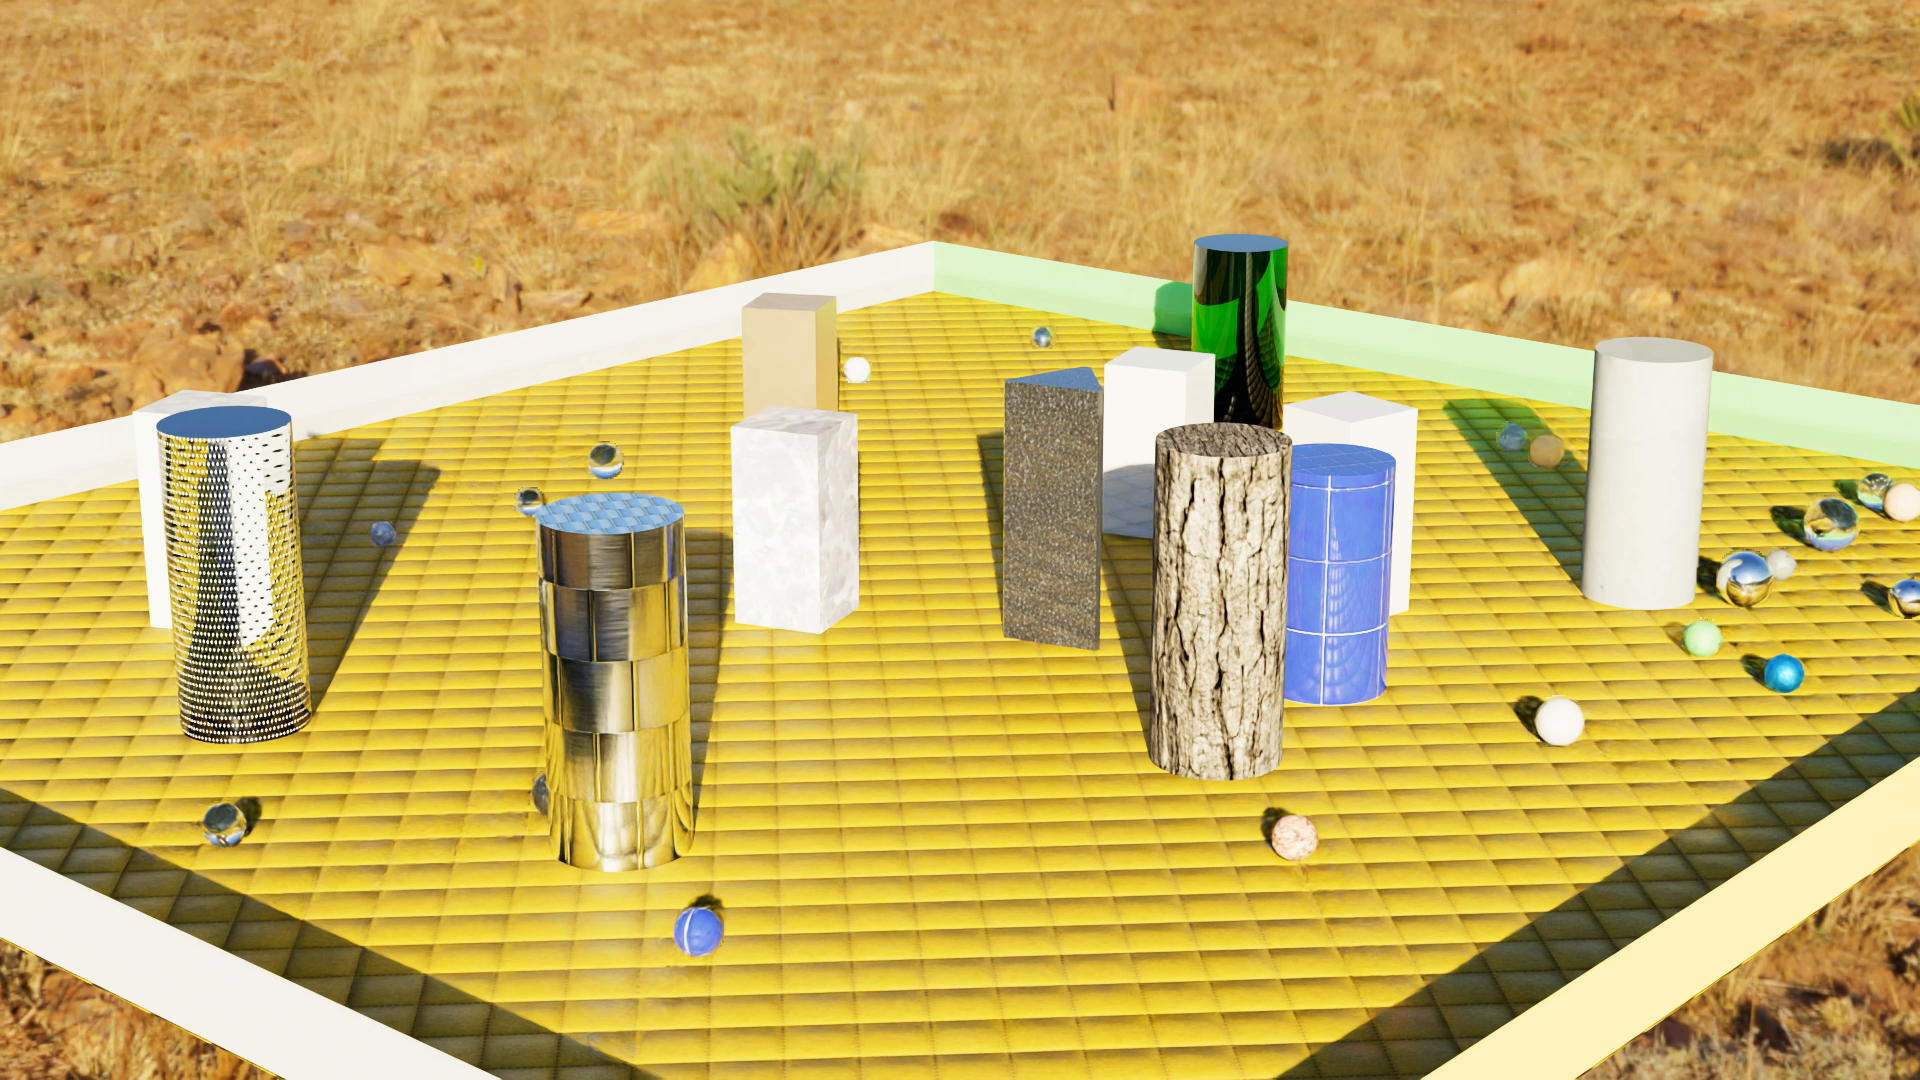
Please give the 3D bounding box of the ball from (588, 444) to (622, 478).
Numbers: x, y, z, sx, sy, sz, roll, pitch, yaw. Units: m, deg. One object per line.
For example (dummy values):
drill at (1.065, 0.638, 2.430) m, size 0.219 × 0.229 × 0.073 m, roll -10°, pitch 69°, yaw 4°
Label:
ball at (-0.709, -0.157, 5.854) m, size 0.070 × 0.070 × 0.070 m, roll 0°, pitch 17°, yaw 0°

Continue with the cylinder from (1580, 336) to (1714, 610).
cylinder at (1.189, -0.117, 5.087) m, size 0.199 × 0.436 × 0.199 m, roll 0°, pitch 17°, yaw 0°

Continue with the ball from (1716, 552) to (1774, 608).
ball at (1.355, 0.068, 5.062) m, size 0.097 × 0.097 × 0.097 m, roll 0°, pitch 17°, yaw 0°

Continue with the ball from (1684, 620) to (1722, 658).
ball at (1.219, 0.162, 4.811) m, size 0.061 × 0.061 × 0.061 m, roll 0°, pitch 17°, yaw 0°

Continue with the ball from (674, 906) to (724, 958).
ball at (-0.331, 0.495, 3.702) m, size 0.063 × 0.063 × 0.063 m, roll 0°, pitch 17°, yaw 0°

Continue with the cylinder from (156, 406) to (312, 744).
cylinder at (-1.101, 0.052, 4.456) m, size 0.199 × 0.477 × 0.199 m, roll 0°, pitch 17°, yaw 0°

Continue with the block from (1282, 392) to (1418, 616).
block at (0.661, -0.054, 5.012) m, size 0.159 × 0.358 × 0.159 m, roll -13°, pitch 21°, yaw -36°

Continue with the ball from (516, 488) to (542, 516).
ball at (-0.823, -0.072, 5.602) m, size 0.052 × 0.052 × 0.052 m, roll 0°, pitch 17°, yaw 0°

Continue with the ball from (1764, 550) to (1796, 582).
ball at (1.455, 0.045, 5.207) m, size 0.057 × 0.057 × 0.057 m, roll 0°, pitch 17°, yaw 0°

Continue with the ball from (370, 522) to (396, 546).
ball at (-1.065, -0.011, 5.411) m, size 0.046 × 0.046 × 0.046 m, roll 0°, pitch 17°, yaw 0°

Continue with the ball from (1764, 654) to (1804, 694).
ball at (1.305, 0.212, 4.645) m, size 0.062 × 0.062 × 0.062 m, roll 0°, pitch 17°, yaw 0°

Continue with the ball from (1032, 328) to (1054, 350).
ball at (0.195, -0.477, 6.947) m, size 0.052 × 0.052 × 0.052 m, roll 0°, pitch 17°, yaw 0°

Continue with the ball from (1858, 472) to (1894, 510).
ball at (1.765, -0.095, 5.644) m, size 0.072 × 0.072 × 0.072 m, roll 0°, pitch 17°, yaw 0°

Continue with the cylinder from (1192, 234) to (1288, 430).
cylinder at (0.591, -0.435, 6.215) m, size 0.199 × 0.395 × 0.199 m, roll 0°, pitch 17°, yaw 0°

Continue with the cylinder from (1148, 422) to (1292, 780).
cylinder at (0.382, 0.089, 4.311) m, size 0.199 × 0.489 × 0.199 m, roll 0°, pitch 17°, yaw 0°

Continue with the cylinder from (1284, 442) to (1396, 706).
cylinder at (0.582, 0.053, 4.633) m, size 0.199 × 0.373 × 0.199 m, roll 0°, pitch 17°, yaw 0°

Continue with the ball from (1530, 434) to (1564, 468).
ball at (1.187, -0.179, 5.932) m, size 0.068 × 0.068 × 0.068 m, roll 0°, pitch 17°, yaw 0°

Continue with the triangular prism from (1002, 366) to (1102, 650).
triangular prism at (0.181, -0.058, 4.883) m, size 0.172 × 0.441 × 0.149 m, roll 8°, pitch 18°, yaw 24°

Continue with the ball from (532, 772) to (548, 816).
ball at (-0.571, 0.359, 4.145) m, size 0.068 × 0.068 × 0.068 m, roll 0°, pitch 17°, yaw 0°

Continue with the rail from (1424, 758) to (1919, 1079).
rail at (1.295, 0.357, 4.043) m, size 0.045 × 0.129 × 3.791 m, roll 14°, pitch 22°, yaw 39°

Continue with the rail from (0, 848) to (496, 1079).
rail at (-1.227, 0.440, 3.766) m, size 3.477 × 0.129 × 0.045 m, roll 14°, pitch 22°, yaw 39°

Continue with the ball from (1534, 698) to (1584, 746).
ball at (0.903, 0.274, 4.418) m, size 0.073 × 0.073 × 0.073 m, roll 0°, pitch 17°, yaw 0°

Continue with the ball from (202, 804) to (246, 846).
ball at (-1.016, 0.393, 4.045) m, size 0.060 × 0.060 × 0.060 m, roll 0°, pitch 17°, yaw 0°

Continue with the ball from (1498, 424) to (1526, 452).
ball at (1.141, -0.211, 6.056) m, size 0.058 × 0.058 × 0.058 m, roll 0°, pitch 17°, yaw 0°

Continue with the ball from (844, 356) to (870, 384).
ball at (-0.232, -0.385, 6.627) m, size 0.061 × 0.061 × 0.061 m, roll 0°, pitch 17°, yaw 0°

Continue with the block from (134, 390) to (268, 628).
block at (-1.272, -0.049, 4.965) m, size 0.159 × 0.375 × 0.159 m, roll 5°, pitch 17°, yaw 16°

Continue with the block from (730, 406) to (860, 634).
block at (-0.278, -0.037, 4.980) m, size 0.159 × 0.344 × 0.159 m, roll 7°, pitch 18°, yaw 22°

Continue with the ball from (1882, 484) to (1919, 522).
ball at (1.790, -0.071, 5.563) m, size 0.074 × 0.074 × 0.074 m, roll 0°, pitch 17°, yaw 0°

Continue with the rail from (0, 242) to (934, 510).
rail at (-1.295, -0.292, 6.196) m, size 0.045 × 0.129 × 3.791 m, roll 14°, pitch 22°, yaw 39°

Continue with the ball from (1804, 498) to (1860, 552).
ball at (1.597, -0.028, 5.375) m, size 0.099 × 0.099 × 0.099 m, roll 0°, pitch 17°, yaw 0°

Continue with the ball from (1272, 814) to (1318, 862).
ball at (0.456, 0.406, 3.997) m, size 0.064 × 0.064 × 0.064 m, roll 0°, pitch 17°, yaw 0°

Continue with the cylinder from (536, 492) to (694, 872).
cylinder at (-0.469, 0.192, 3.991) m, size 0.199 × 0.476 × 0.199 m, roll 0°, pitch 17°, yaw 0°

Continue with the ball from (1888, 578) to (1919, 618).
ball at (1.620, 0.100, 5.005) m, size 0.068 × 0.068 × 0.068 m, roll 0°, pitch 17°, yaw 0°

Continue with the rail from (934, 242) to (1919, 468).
rail at (1.227, -0.375, 6.473) m, size 3.477 × 0.129 × 0.045 m, roll 14°, pitch 22°, yaw 39°

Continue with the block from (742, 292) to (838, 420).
block at (-0.356, -0.363, 6.169) m, size 0.159 × 0.283 × 0.159 m, roll 4°, pitch 17°, yaw 13°

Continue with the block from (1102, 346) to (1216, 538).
block at (0.372, -0.181, 5.492) m, size 0.159 × 0.324 × 0.159 m, roll 7°, pitch 18°, yaw 23°
